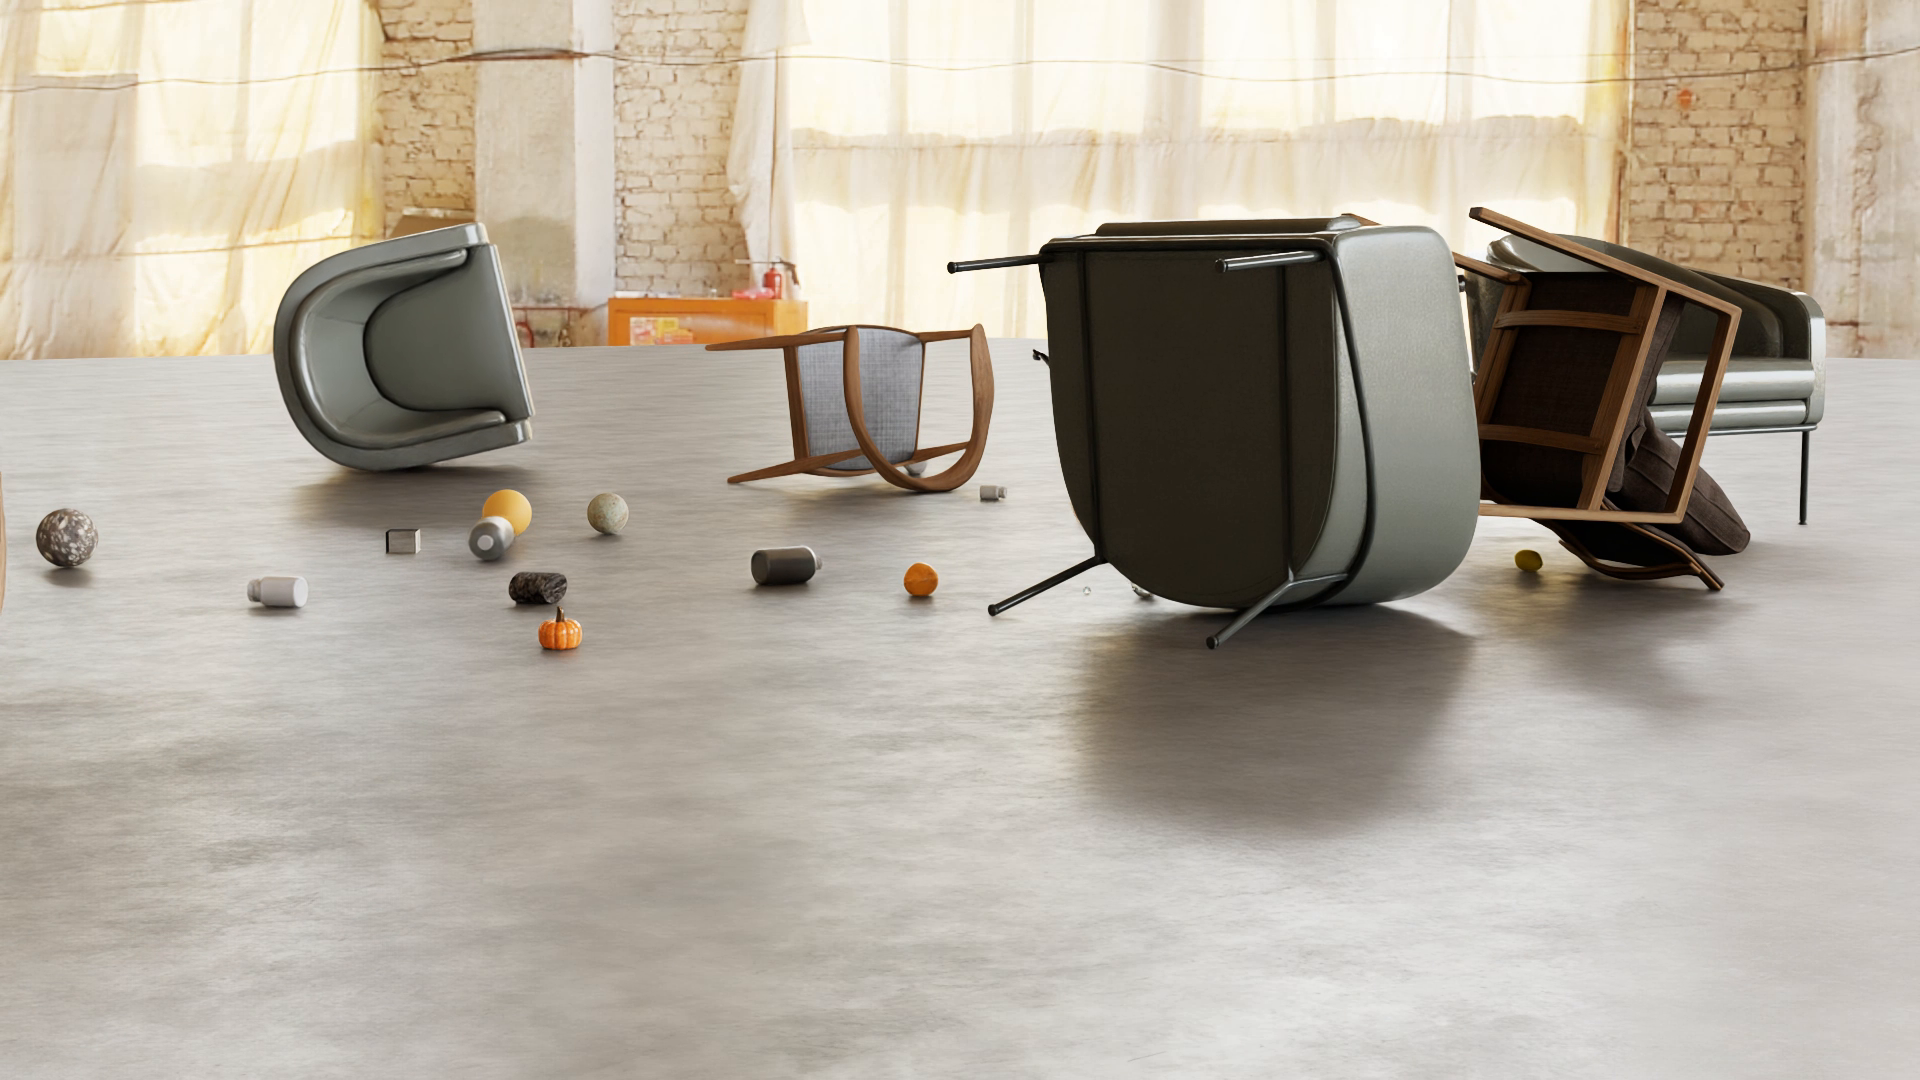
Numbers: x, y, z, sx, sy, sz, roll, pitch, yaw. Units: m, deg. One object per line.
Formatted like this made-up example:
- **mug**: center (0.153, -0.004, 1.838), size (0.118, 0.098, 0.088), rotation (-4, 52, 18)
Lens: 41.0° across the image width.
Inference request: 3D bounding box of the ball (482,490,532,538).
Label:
- **ball**: center (-1.140, -0.066, 6.456), size (0.122, 0.122, 0.122), rotation (0, 6, 0)

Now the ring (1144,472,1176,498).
- **ring**: center (0.692, -0.163, 7.670), size (0.282, 0.068, 0.295), rotation (-4, 6, -40)

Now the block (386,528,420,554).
- **block**: center (-1.331, 0.003, 6.131), size (0.070, 0.052, 0.081), rotation (0, 6, -4)

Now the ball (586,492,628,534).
- **ball**: center (-0.901, -0.069, 6.561), size (0.106, 0.106, 0.106), rotation (0, 6, 0)

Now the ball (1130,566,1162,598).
- **ball**: center (0.383, 0.086, 5.264), size (0.065, 0.065, 0.065), rotation (0, 6, 0)

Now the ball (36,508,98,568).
- **ball**: center (-2.021, -0.005, 5.807), size (0.134, 0.134, 0.134), rotation (0, 6, 0)

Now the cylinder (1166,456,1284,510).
- **cylinder**: center (0.753, -0.163, 7.300), size (0.217, 0.137, 0.272), rotation (5, -1, 41)
